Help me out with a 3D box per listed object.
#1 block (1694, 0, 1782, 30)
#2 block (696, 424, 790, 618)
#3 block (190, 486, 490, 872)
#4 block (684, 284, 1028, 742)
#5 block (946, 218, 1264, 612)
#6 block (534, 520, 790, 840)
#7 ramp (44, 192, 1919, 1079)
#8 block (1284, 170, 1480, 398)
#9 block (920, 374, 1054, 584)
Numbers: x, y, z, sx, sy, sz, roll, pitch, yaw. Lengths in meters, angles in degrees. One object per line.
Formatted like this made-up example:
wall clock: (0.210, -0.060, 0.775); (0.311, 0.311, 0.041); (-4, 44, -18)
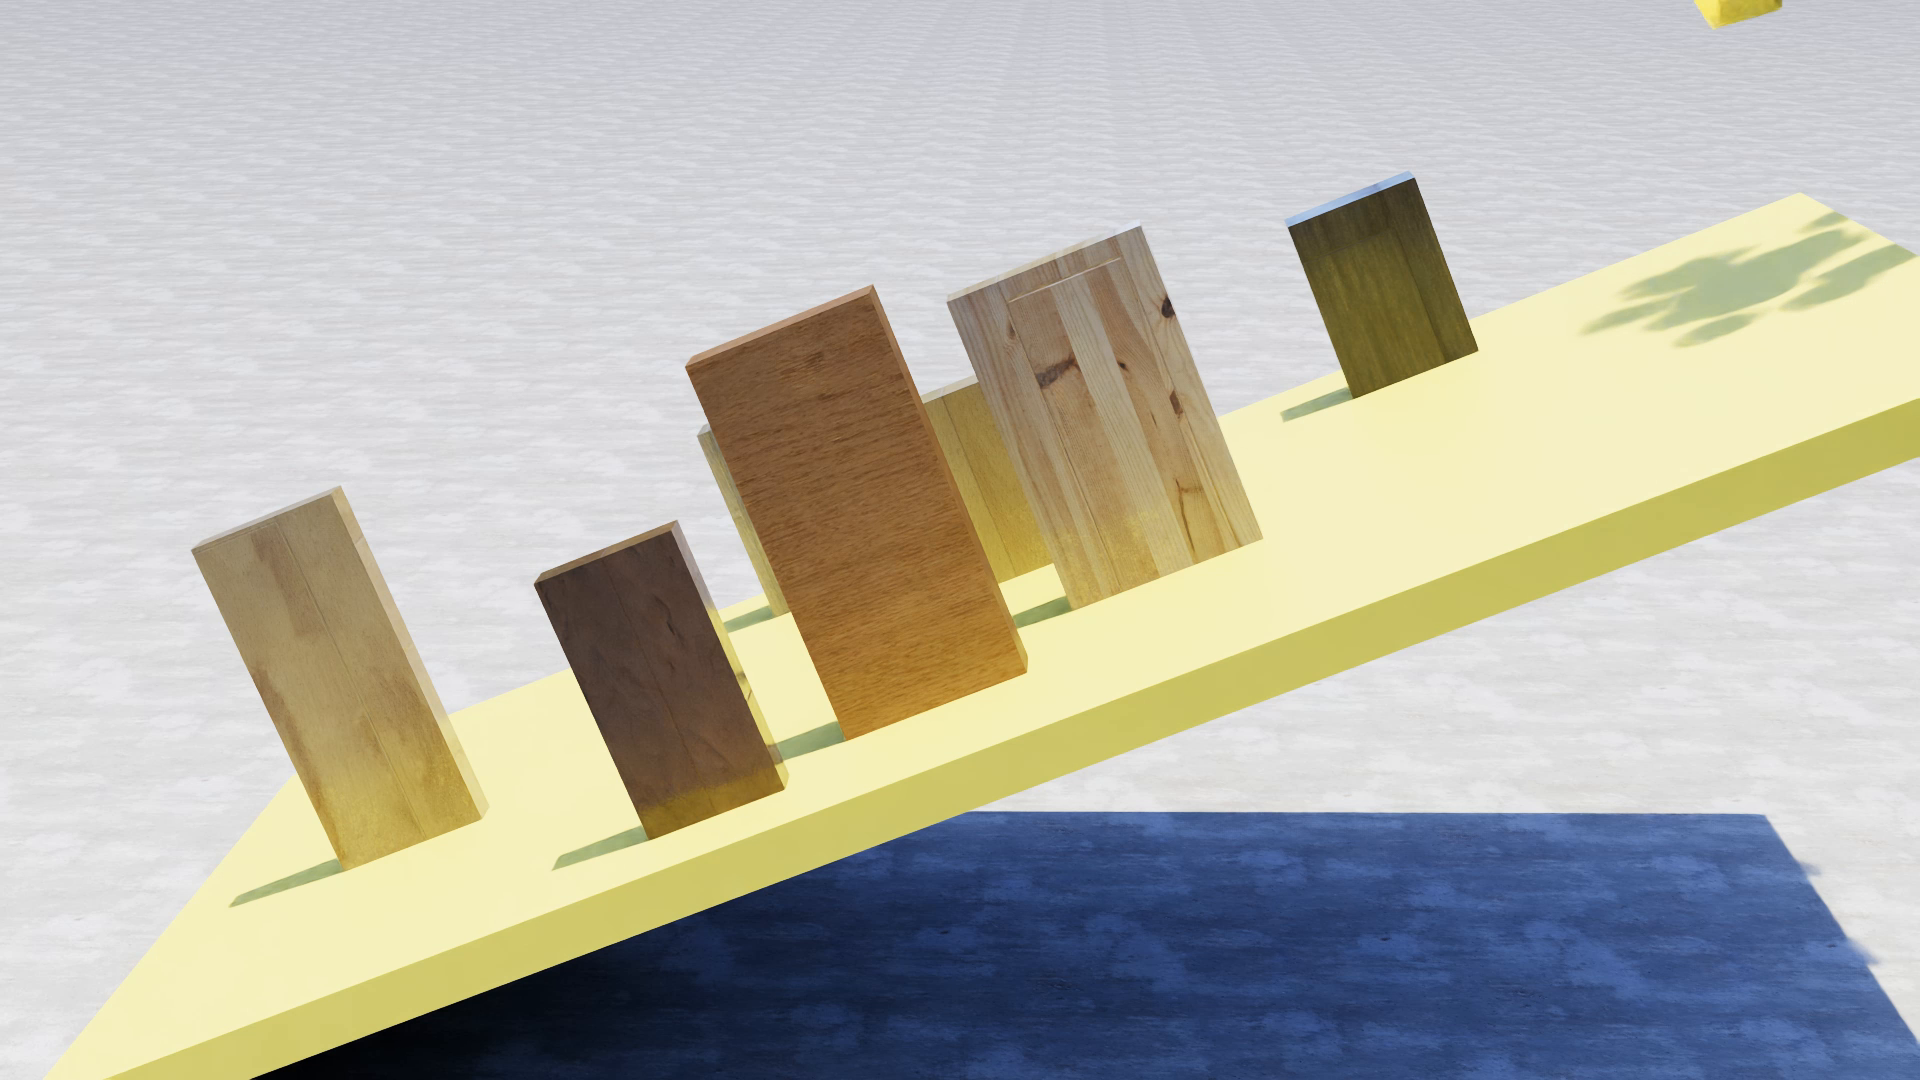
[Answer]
block: (1.633, -1.204, 6.191); (0.156, 0.156, 0.156); (-11, 46, 40)
block: (-0.345, -0.115, 7.004); (0.395, 0.477, 0.130); (-21, 12, 7)
block: (-1.316, 0.299, 6.266); (0.328, 0.768, 0.084); (-21, 12, 7)
block: (-0.193, -0.049, 5.674); (0.378, 0.797, 0.115); (-21, 12, 7)
block: (0.294, -0.248, 5.929); (0.414, 0.683, 0.094); (-21, 12, 7)
block: (-0.563, 0.268, 5.576); (0.283, 0.544, 0.086); (-21, 12, 7)
ramp: (0.125, 0.173, 6.290); (4.000, 0.100, 2.000); (-21, 12, 7)
block: (0.972, -0.588, 6.784); (0.306, 0.430, 0.129); (-21, 12, 7)
block: (0.057, -0.133, 6.454); (0.320, 0.434, 0.112); (-21, 12, 7)
